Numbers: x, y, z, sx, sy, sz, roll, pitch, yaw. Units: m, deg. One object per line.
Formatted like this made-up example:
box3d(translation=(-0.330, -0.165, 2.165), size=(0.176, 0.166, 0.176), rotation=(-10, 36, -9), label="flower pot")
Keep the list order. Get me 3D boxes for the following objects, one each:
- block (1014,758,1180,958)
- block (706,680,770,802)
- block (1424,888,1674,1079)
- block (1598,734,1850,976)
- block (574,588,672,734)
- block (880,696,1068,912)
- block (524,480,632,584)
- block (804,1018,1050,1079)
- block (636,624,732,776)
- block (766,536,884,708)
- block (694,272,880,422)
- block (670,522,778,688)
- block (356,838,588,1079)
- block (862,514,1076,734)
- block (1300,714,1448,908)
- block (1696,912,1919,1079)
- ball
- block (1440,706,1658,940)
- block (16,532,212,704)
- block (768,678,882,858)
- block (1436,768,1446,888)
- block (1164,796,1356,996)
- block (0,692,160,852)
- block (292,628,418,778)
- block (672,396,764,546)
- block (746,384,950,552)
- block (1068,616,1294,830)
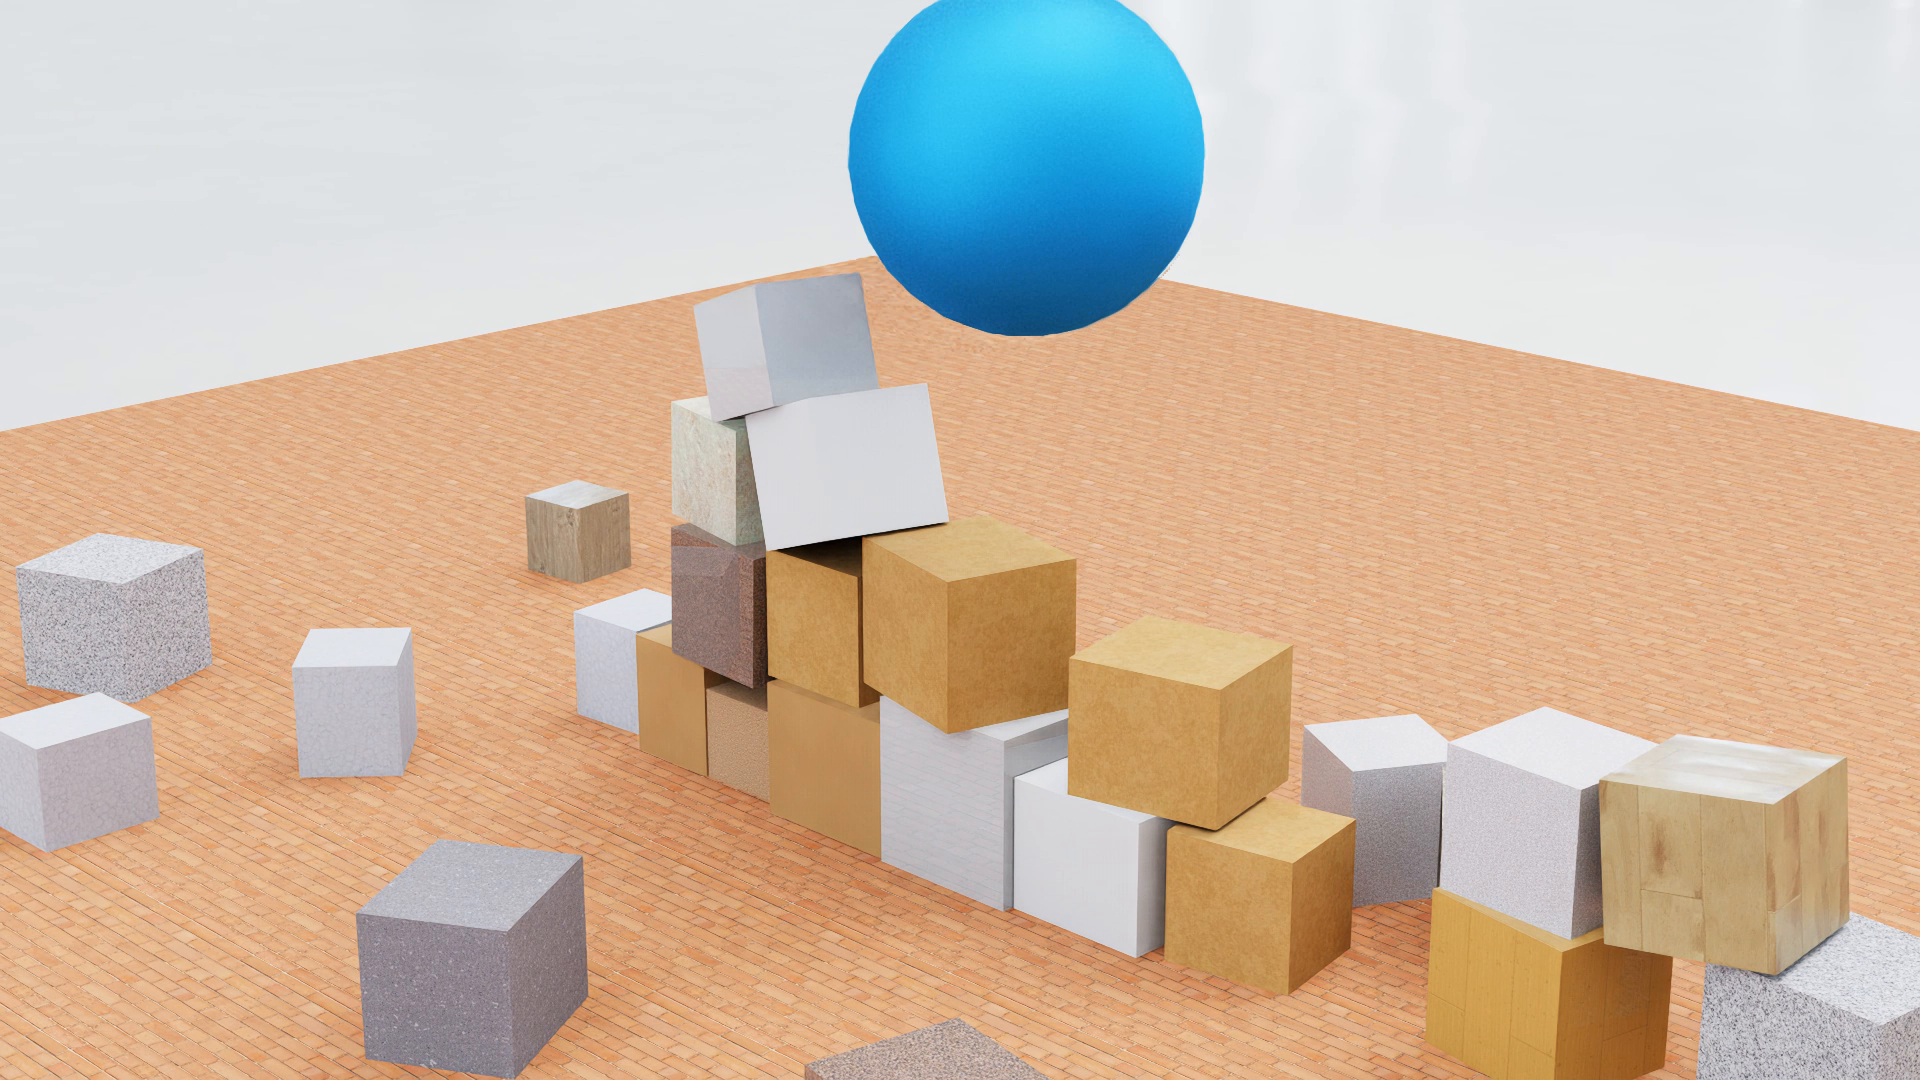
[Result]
box3d(translation=(0.741, 1.351, 13.001), size=(0.728, 0.627, 0.686), rotation=(17, 24, 42), label="block")
box3d(translation=(-0.863, 0.956, 14.528), size=(0.548, 0.465, 0.545), rotation=(-17, 24, -42), label="block")
box3d(translation=(2.344, 1.744, 11.675), size=(0.632, 0.673, 0.705), rotation=(-12, 21, -33), label="block")
box3d(translation=(2.875, 1.167, 11.016), size=(0.690, 0.649, 0.642), rotation=(6, 16, 40), label="block")
box3d(translation=(-1.667, 0.633, 15.385), size=(0.477, 0.568, 0.507), rotation=(14, 23, 38), label="block")
box3d(translation=(0.207, 1.098, 13.495), size=(0.828, 0.814, 0.788), rotation=(-17, 24, -42), label="block")
box3d(translation=(-2.307, -0.052, 17.731), size=(0.442, 0.467, 0.437), rotation=(13, 22, 36), label="block")
box3d(translation=(-0.083, 2.184, 10.344), size=(0.657, 0.631, 0.696), rotation=(-11, 21, -32), label="block")
box3d(translation=(-1.226, 0.760, 14.894), size=(0.526, 0.619, 0.628), rotation=(17, 24, 42), label="block")
box3d(translation=(-0.490, 0.349, 13.946), size=(0.578, 0.641, 0.637), rotation=(-17, 24, -42), label="block")
box3d(translation=(-0.822, -0.903, 13.819), size=(0.560, 0.567, 0.665), rotation=(-10, 0, -30), label="block")
box3d(translation=(-0.946, 0.254, 14.402), size=(0.701, 0.653, 0.627), rotation=(-16, 25, -41), label="block")
box3d(translation=(-1.967, 1.688, 11.906), size=(0.646, 0.639, 0.764), rotation=(5, 18, 15), label="block")
box3d(translation=(0.037, 0.369, 13.279), size=(0.665, 0.706, 0.769), rotation=(-10, 20, -29), label="block")
box3d(translation=(1.922, 1.226, 13.351), size=(0.557, 0.656, 0.584), rotation=(-5, 18, -15), label="block")
box3d(translation=(3.295, 1.921, 10.950), size=(0.732, 0.769, 0.753), rotation=(-14, 22, -37), label="block")
box3d(translation=(0.297, -1.710, 13.116), size=(1.600, 1.600, 1.600), rotation=(0, 17, 0), label="ball")
box3d(translation=(2.355, 1.104, 11.555), size=(0.609, 0.620, 0.646), rotation=(-15, 23, -39), label="block")
box3d(translation=(-4.583, 0.415, 15.909), size=(0.713, 0.670, 0.672), rotation=(8, 19, 23), label="block")
box3d(translation=(-0.364, 0.999, 14.056), size=(0.770, 0.666, 0.797), rotation=(-17, 24, -42), label="block")
box3d(translation=(2.362, 1.436, 12.672), size=(0.578, 0.662, 0.696), rotation=(3, 18, 9), label="block")
box3d(translation=(1.286, 1.500, 12.567), size=(0.602, 0.603, 0.565), rotation=(12, 21, 33), label="block")
box3d(translation=(-4.228, 1.100, 13.982), size=(0.485, 0.517, 0.594), rotation=(17, 24, 42), label="block")
box3d(translation=(-3.043, 0.814, 14.780), size=(0.510, 0.584, 0.572), rotation=(-1, 17, -3), label="block")
box3d(translation=(-1.017, -0.371, 14.328), size=(0.557, 0.573, 0.589), rotation=(-12, 23, -35), label="block")
box3d(translation=(-0.532, -0.335, 13.652), size=(0.613, 0.645, 0.704), rotation=(-9, 0, -28), label="block")
box3d(translation=(0.956, 0.779, 12.722), size=(0.730, 0.631, 0.673), rotation=(11, 21, 31), label="block")
